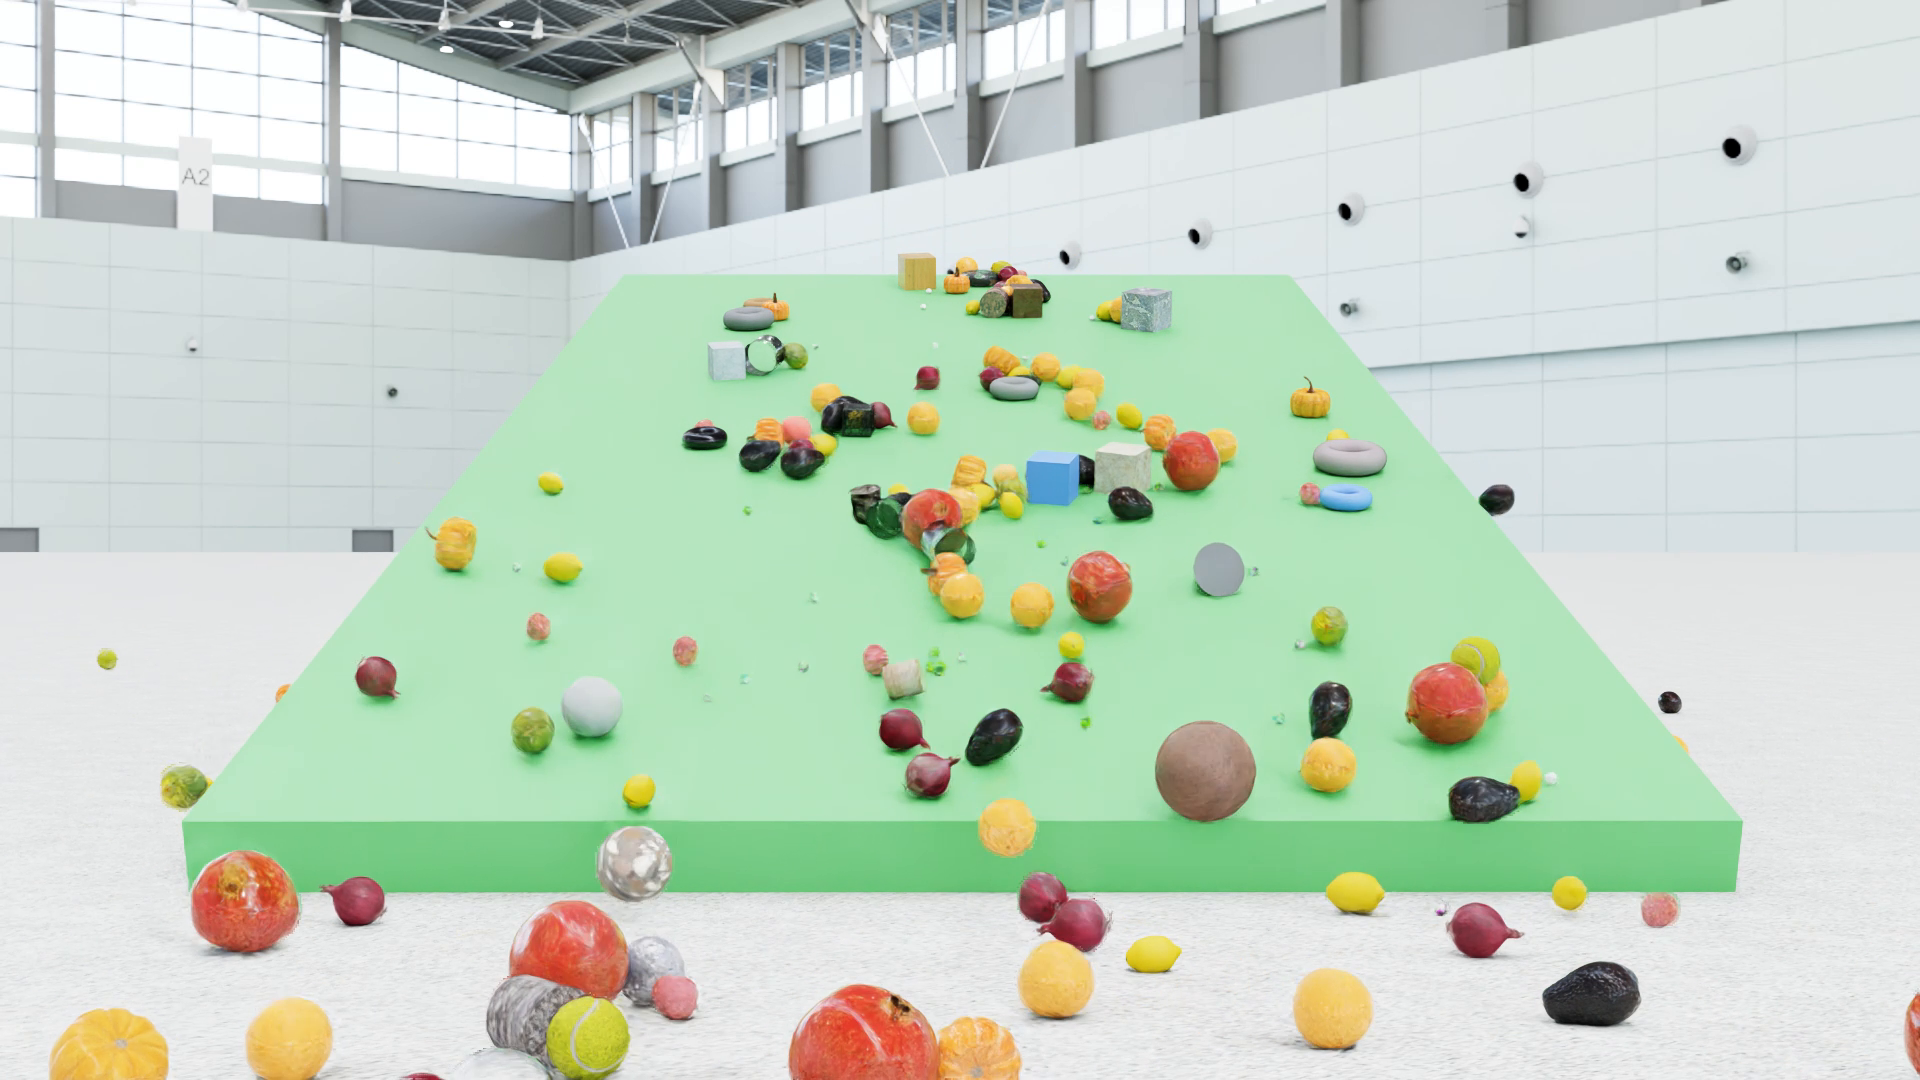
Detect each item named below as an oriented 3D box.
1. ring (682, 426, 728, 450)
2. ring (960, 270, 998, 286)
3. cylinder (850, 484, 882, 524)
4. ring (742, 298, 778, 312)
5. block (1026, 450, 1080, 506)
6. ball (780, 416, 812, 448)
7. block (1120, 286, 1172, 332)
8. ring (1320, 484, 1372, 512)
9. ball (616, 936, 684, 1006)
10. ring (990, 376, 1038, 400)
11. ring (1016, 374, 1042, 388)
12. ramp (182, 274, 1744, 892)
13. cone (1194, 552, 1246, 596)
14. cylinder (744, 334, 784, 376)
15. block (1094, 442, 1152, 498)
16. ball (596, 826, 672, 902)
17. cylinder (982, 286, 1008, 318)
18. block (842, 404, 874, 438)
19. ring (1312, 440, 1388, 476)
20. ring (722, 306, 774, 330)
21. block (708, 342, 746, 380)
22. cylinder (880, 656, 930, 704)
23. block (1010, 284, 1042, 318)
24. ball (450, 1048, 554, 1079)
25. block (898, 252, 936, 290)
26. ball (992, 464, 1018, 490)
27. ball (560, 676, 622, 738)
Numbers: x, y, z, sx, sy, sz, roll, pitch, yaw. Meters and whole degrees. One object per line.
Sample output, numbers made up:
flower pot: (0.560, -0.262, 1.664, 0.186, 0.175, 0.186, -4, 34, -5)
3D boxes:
ring: (-0.539, -0.215, 4.686, 0.098, 0.033, 0.098, -1, 18, 0)
ring: (0.057, -0.767, 6.502, 0.116, 0.039, 0.116, 0, 16, 0)
cylinder: (-0.173, -0.067, 4.141, 0.057, 0.057, 0.057, -8, 18, 3)
ring: (-0.548, -0.644, 6.104, 0.098, 0.033, 0.098, -1, 17, 0)
block: (0.179, -0.120, 4.284, 0.084, 0.084, 0.084, 5, 17, 15)
ball: (-0.345, -0.229, 4.671, 0.067, 0.067, 0.067, 0, 0, 0)
block: (0.495, -0.611, 5.884, 0.098, 0.098, 0.098, 11, 20, 32)
ring: (0.738, -0.081, 4.247, 0.102, 0.034, 0.102, 0, 18, 0)
ball: (-0.302, 0.421, 2.167, 0.067, 0.067, 0.067, 0, 0, 0)
ring: (0.125, -0.349, 5.122, 0.115, 0.038, 0.115, 1, 17, 0)
ring: (0.152, -0.369, 5.209, 0.079, 0.026, 0.079, 1, 17, 0)
ramp: (-0.003, -0.171, 4.771, 2.000, 0.100, 4.000, 0, 17, 0)
cone: (0.421, 0.058, 3.769, 0.093, 0.093, 0.093, 0, 9, -26)
cylinder: (-0.474, -0.446, 5.360, 0.085, 0.085, 0.085, 0, 23, 7)
block: (0.319, -0.138, 4.345, 0.084, 0.084, 0.084, 9, 19, 26)
ball: (-0.393, 0.391, 2.679, 0.092, 0.092, 0.092, 0, 0, 0)
cylinder: (0.094, -0.646, 6.043, 0.073, 0.073, 0.073, 0, 26, 2)
block: (-0.219, -0.257, 4.779, 0.060, 0.060, 0.060, 2, 17, 7)
ring: (0.791, -0.167, 4.503, 0.150, 0.050, 0.150, -1, 18, 0)
ring: (-0.561, -0.588, 5.895, 0.137, 0.046, 0.137, -1, 18, 0)
block: (-0.560, -0.430, 5.318, 0.077, 0.077, 0.077, -5, 17, -15)
cylinder: (-0.081, 0.204, 3.247, 0.052, 0.052, 0.052, -32, -10, 17)
block: (0.180, -0.651, 6.048, 0.080, 0.080, 0.080, -2, 17, -6)
ball: (-0.332, 0.410, 1.604, 0.084, 0.084, 0.084, 0, 0, 0)
block: (-0.125, -0.781, 6.454, 0.092, 0.092, 0.092, -4, 17, -14)
ball: (0.088, -0.125, 4.357, 0.051, 0.051, 0.051, 0, 0, 0)
ball: (-0.516, 0.234, 3.111, 0.085, 0.085, 0.085, 0, 0, 0)
